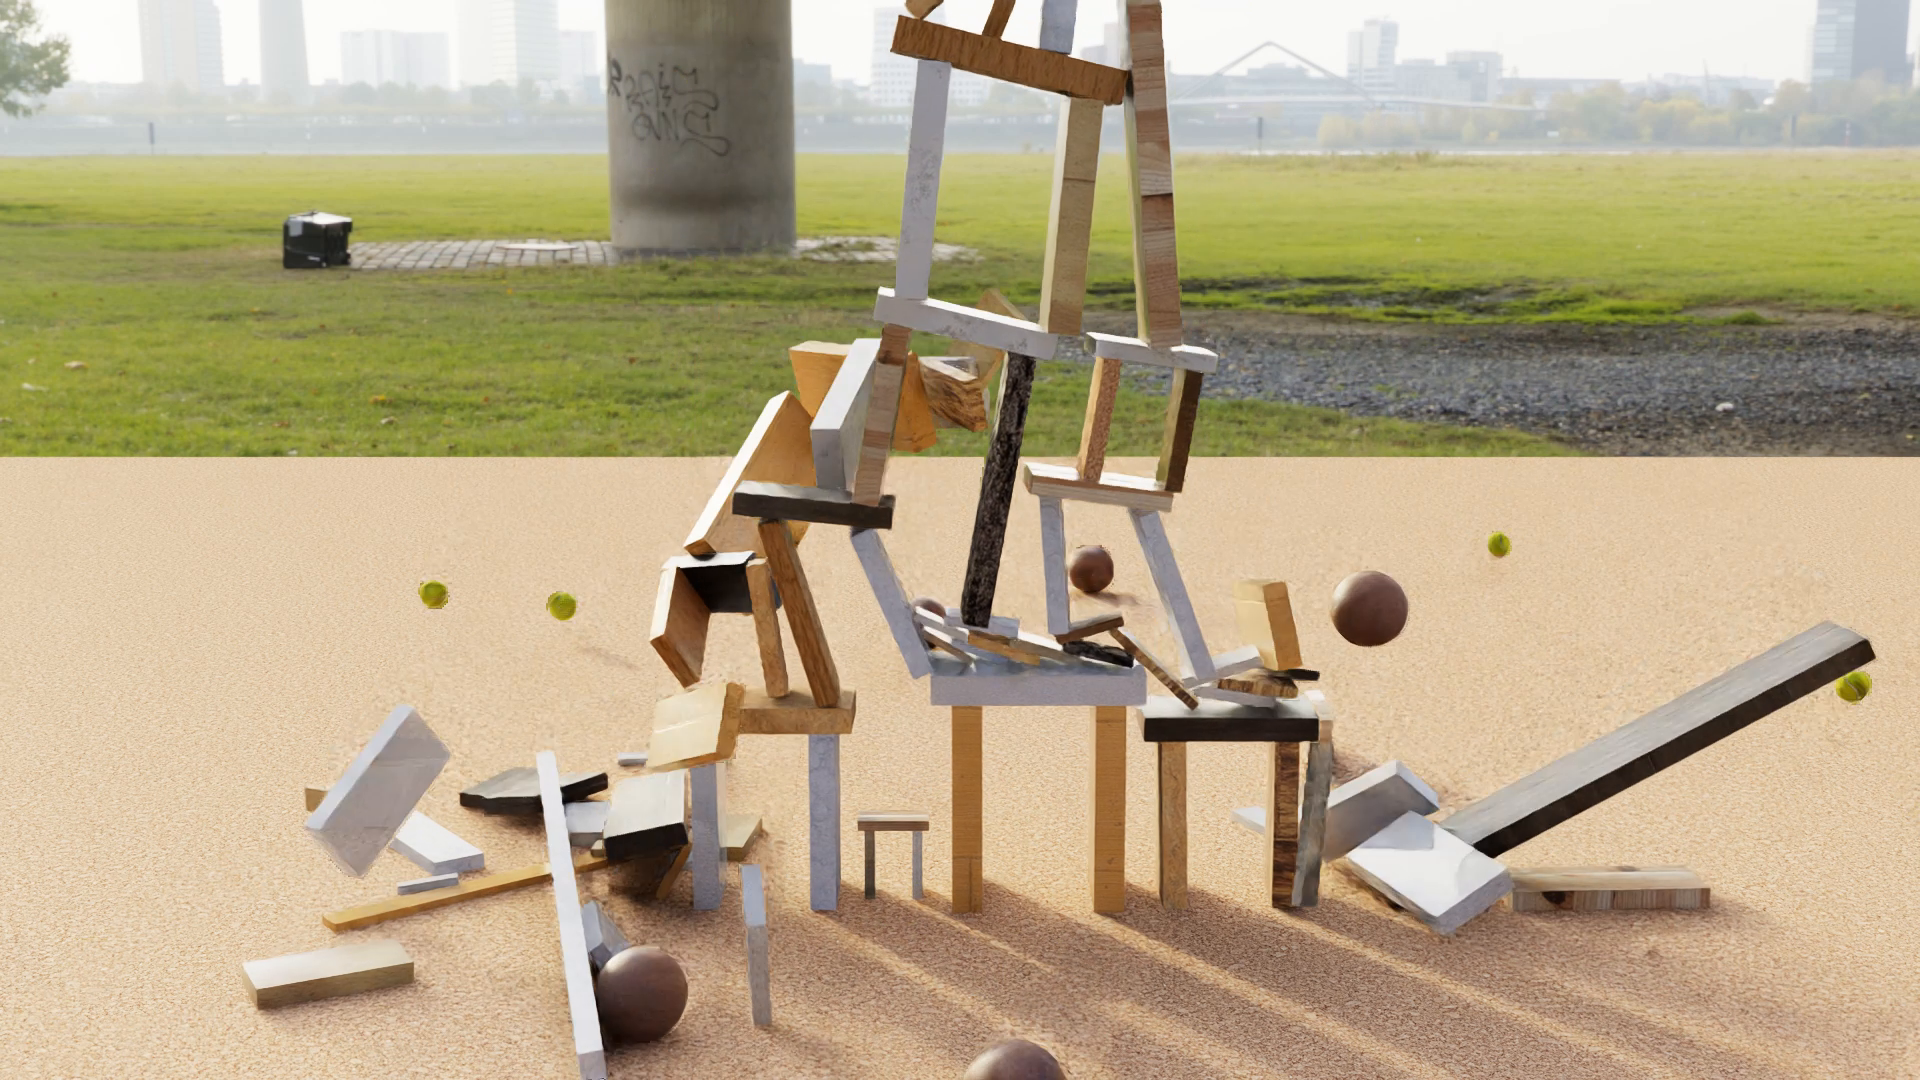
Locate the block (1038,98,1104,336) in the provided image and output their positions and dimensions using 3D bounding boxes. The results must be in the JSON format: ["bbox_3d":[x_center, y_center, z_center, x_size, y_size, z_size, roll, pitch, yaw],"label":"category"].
[{"bbox_3d":[0.173,-0.510,3.457,0.051,0.359,0.180,5,10,-3],"label":"block"}]

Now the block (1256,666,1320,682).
[{"bbox_3d":[0.545,0.221,3.660,0.059,0.017,0.117,9,-5,-16],"label":"block"}]

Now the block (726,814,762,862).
[{"bbox_3d":[-0.414,0.530,3.922,0.090,0.026,0.180,1,11,6],"label":"block"}]

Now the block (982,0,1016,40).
[{"bbox_3d":[0.088,-0.877,3.393,0.031,0.218,0.109,22,9,-4],"label":"block"}]

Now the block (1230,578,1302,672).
[{"bbox_3d":[0.503,0.137,3.622,0.039,0.139,0.278,-12,0,-3],"label":"block"}]

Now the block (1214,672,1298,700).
[{"bbox_3d":[0.487,0.237,3.629,0.131,0.019,0.066,9,10,-5],"label":"block"}]

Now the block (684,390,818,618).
[{"bbox_3d":[-0.348,-0.072,3.984,0.049,0.174,0.446,-22,28,34],"label":"block"}]

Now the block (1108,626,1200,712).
[{"bbox_3d":[0.317,0.205,3.596,0.187,0.016,0.057,43,10,-4],"label":"block"}]

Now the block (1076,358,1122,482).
[{"bbox_3d":[0.220,-0.197,3.499,0.028,0.195,0.098,9,11,-5],"label":"block"}]

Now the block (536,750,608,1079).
[{"bbox_3d":[-0.601,0.567,3.380,0.032,0.114,1.275,-9,14,-11],"label":"block"}]

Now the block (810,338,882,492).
[{"bbox_3d":[-0.182,-0.192,3.756,0.049,0.174,0.347,1,30,11],"label":"block"}]

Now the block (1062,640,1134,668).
[{"bbox_3d":[0.226,0.182,3.585,0.113,0.016,0.057,13,10,-3],"label":"block"}]

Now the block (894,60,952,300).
[{"bbox_3d":[-0.057,-0.563,3.441,0.051,0.359,0.180,6,10,-1],"label":"block"}]

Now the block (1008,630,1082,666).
[{"bbox_3d":[0.138,0.175,3.594,0.121,0.017,0.060,16,10,-4],"label":"block"}]

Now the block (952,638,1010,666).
[{"bbox_3d":[0.033,0.178,3.592,0.095,0.013,0.047,20,11,-6],"label":"block"}]

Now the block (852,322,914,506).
[{"bbox_3d":[-0.122,-0.207,3.510,0.041,0.287,0.144,11,10,0],"label":"block"}]

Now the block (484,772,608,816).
[{"bbox_3d":[-0.772,0.474,4.115,0.114,0.032,0.228,-5,3,25],"label":"block"}]

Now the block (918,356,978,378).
[{"bbox_3d":[-0.048,-0.285,4.003,0.187,0.094,0.027,2,19,37],"label":"block"}]

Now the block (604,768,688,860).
[{"bbox_3d":[-0.546,0.475,3.869,0.131,0.037,0.643,-11,3,-6],"label":"block"}]

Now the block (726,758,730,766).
[{"bbox_3d":[-0.512,0.442,4.426,0.095,0.014,0.048,-2,11,-13],"label":"block"}]

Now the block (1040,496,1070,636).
[{"bbox_3d":[0.154,0.030,3.573,0.032,0.227,0.113,-4,12,5],"label":"block"}]

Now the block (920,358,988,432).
[{"bbox_3d":[-0.012,-0.256,3.882,0.027,0.094,0.187,-20,22,-20],"label":"block"}]

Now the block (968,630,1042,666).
[{"bbox_3d":[0.072,0.173,3.595,0.121,0.017,0.060,18,10,-6],"label":"block"}]

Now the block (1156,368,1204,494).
[{"bbox_3d":[0.350,-0.181,3.513,0.028,0.195,0.098,8,11,-5],"label":"block"}]

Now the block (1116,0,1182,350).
[{"bbox_3d":[0.284,-0.681,3.395,0.049,0.754,0.173,-5,11,-1],"label":"block"}]

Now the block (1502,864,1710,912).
[{"bbox_3d":[1.061,0.577,3.649,0.328,0.033,0.118,-1,11,-3],"label":"block"}]

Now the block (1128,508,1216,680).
[{"bbox_3d":[0.343,0.079,3.570,0.032,0.288,0.113,-21,14,-2],"label":"block"}]

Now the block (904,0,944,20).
[{"bbox_3d":[0.007,-0.880,3.371,0.218,0.031,0.109,-41,7,7],"label":"block"}]

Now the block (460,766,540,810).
[{"bbox_3d":[-0.864,0.476,4.210,0.094,0.027,0.188,4,11,22],"label":"block"}]

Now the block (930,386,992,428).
[{"bbox_3d":[-0.065,-0.275,4.115,0.261,0.131,0.037,1,8,34],"label":"block"}]

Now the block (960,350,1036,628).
[{"bbox_3d":[0.060,-0.088,3.534,0.041,0.439,0.144,9,10,-3],"label":"block"}]

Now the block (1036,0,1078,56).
[{"bbox_3d":[0.164,-0.926,3.391,0.049,0.346,0.173,6,10,-1],"label":"block"}]

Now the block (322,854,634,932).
[{"bbox_3d":[-0.792,0.580,3.683,0.558,0.014,0.049,-9,14,-39],"label":"block"}]

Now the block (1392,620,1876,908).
[{"bbox_3d":[1.093,0.369,3.663,0.883,0.039,0.139,-28,12,0],"label":"block"}]

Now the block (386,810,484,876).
[{"bbox_3d":[-0.949,0.535,3.896,0.090,0.026,0.307,-8,13,-35],"label":"block"}]

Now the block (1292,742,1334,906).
[{"bbox_3d":[0.578,0.464,3.598,0.017,0.267,0.058,5,-3,36],"label":"block"}]

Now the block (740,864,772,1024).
[{"bbox_3d":[-0.283,0.565,3.058,0.027,0.272,0.094,-5,50,-7],"label":"block"}]

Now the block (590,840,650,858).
[{"bbox_3d":[-0.588,0.539,3.829,0.099,0.014,0.050,1,11,6],"label":"block"}]

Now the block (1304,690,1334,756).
[{"bbox_3d":[0.721,0.389,4.430,0.033,0.118,0.236,1,11,3],"label":"block"}]

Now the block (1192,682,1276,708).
[{"bbox_3d":[0.450,0.251,3.624,0.131,0.019,0.066,9,10,-3],"label":"block"}]

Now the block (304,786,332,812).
[{"bbox_3d":[-1.178,0.487,4.092,0.095,0.048,0.014,6,12,28],"label":"block"}]

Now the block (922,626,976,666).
[{"bbox_3d":[-0.019,0.171,3.596,0.095,0.013,0.047,31,9,-5],"label":"block"}]
